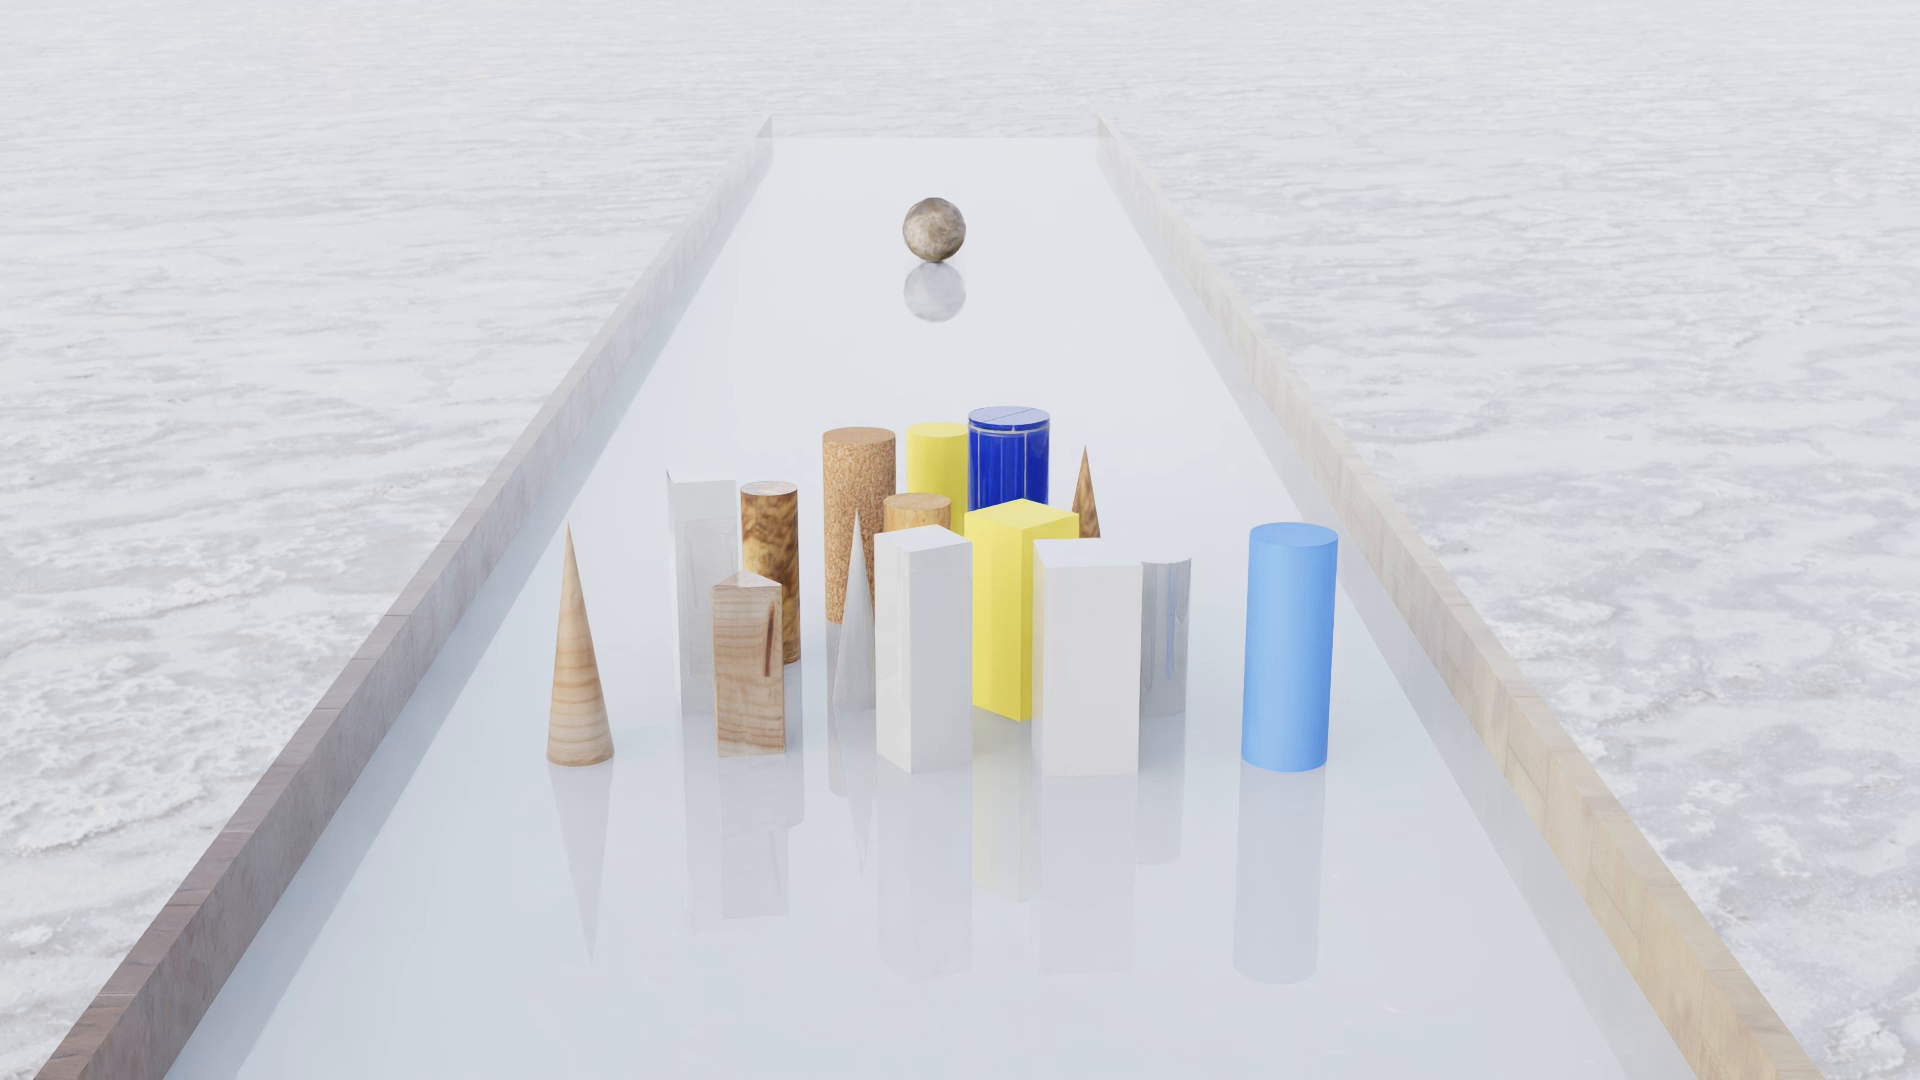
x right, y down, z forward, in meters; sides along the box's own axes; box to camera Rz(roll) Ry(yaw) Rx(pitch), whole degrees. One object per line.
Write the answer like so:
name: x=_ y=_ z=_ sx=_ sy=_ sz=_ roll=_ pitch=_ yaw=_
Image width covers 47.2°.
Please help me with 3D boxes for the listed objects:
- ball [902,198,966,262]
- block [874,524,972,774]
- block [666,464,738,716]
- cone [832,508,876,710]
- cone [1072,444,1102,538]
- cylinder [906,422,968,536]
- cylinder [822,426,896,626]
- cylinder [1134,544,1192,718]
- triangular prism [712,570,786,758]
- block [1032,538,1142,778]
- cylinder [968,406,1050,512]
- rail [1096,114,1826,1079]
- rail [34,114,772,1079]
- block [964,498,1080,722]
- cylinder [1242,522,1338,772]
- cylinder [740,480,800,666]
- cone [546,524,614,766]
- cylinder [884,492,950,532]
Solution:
ball: x=-0.106 y=-1.281 z=9.076 sx=0.262 sy=0.262 sz=0.262 roll=0 pitch=17 yaw=0
block: x=-0.064 y=0.191 z=3.869 sx=0.125 sy=0.407 sz=0.125 roll=-10 pitch=19 yaw=-29
block: x=-0.478 y=0.094 z=4.119 sx=0.115 sy=0.452 sz=0.115 roll=-4 pitch=17 yaw=-13
cone: x=-0.192 y=0.123 z=4.139 sx=0.103 sy=0.384 sz=0.103 roll=0 pitch=17 yaw=0
cone: x=0.244 y=0.027 z=4.349 sx=0.162 sy=0.449 sz=0.162 roll=0 pitch=17 yaw=0
cylinder: x=-0.046 y=-0.079 z=4.888 sx=0.143 sy=0.344 sz=0.143 roll=0 pitch=17 yaw=0
cylinder: x=-0.210 y=-0.029 z=4.634 sx=0.153 sy=0.394 sz=0.153 roll=0 pitch=17 yaw=0
cylinder: x=0.370 y=0.170 z=4.128 sx=0.121 sy=0.301 sz=0.121 roll=0 pitch=17 yaw=0
triangular prism: x=-0.381 y=0.218 z=3.937 sx=0.121 sy=0.317 sz=0.104 roll=-2 pitch=17 yaw=-8
block: x=0.220 y=0.204 z=3.869 sx=0.168 sy=0.383 sz=0.168 roll=-1 pitch=17 yaw=-5
cylinder: x=0.102 y=-0.054 z=4.654 sx=0.173 sy=0.430 sz=0.173 roll=0 pitch=17 yaw=0
rail: x=0.932 y=-0.844 z=7.801 sx=0.050 sy=0.150 sz=12.000 roll=0 pitch=17 yaw=-1
rail: x=-1.118 y=-0.838 z=7.780 sx=0.050 sy=0.150 sz=12.000 roll=0 pitch=17 yaw=-1
block: x=0.115 y=0.129 z=4.139 sx=0.151 sy=0.372 sz=0.151 roll=-15 pitch=22 yaw=-41
cylinder: x=0.579 y=0.188 z=3.871 sx=0.152 sy=0.413 sz=0.152 roll=0 pitch=17 yaw=0
cylinder: x=-0.377 y=0.066 z=4.385 sx=0.113 sy=0.353 sz=0.113 roll=0 pitch=17 yaw=0
cone: x=-0.680 y=0.173 z=3.877 sx=0.122 sy=0.437 sz=0.122 roll=0 pitch=17 yaw=0
cylinder: x=-0.084 y=0.082 z=4.369 sx=0.133 sy=0.331 sz=0.133 roll=0 pitch=17 yaw=0
